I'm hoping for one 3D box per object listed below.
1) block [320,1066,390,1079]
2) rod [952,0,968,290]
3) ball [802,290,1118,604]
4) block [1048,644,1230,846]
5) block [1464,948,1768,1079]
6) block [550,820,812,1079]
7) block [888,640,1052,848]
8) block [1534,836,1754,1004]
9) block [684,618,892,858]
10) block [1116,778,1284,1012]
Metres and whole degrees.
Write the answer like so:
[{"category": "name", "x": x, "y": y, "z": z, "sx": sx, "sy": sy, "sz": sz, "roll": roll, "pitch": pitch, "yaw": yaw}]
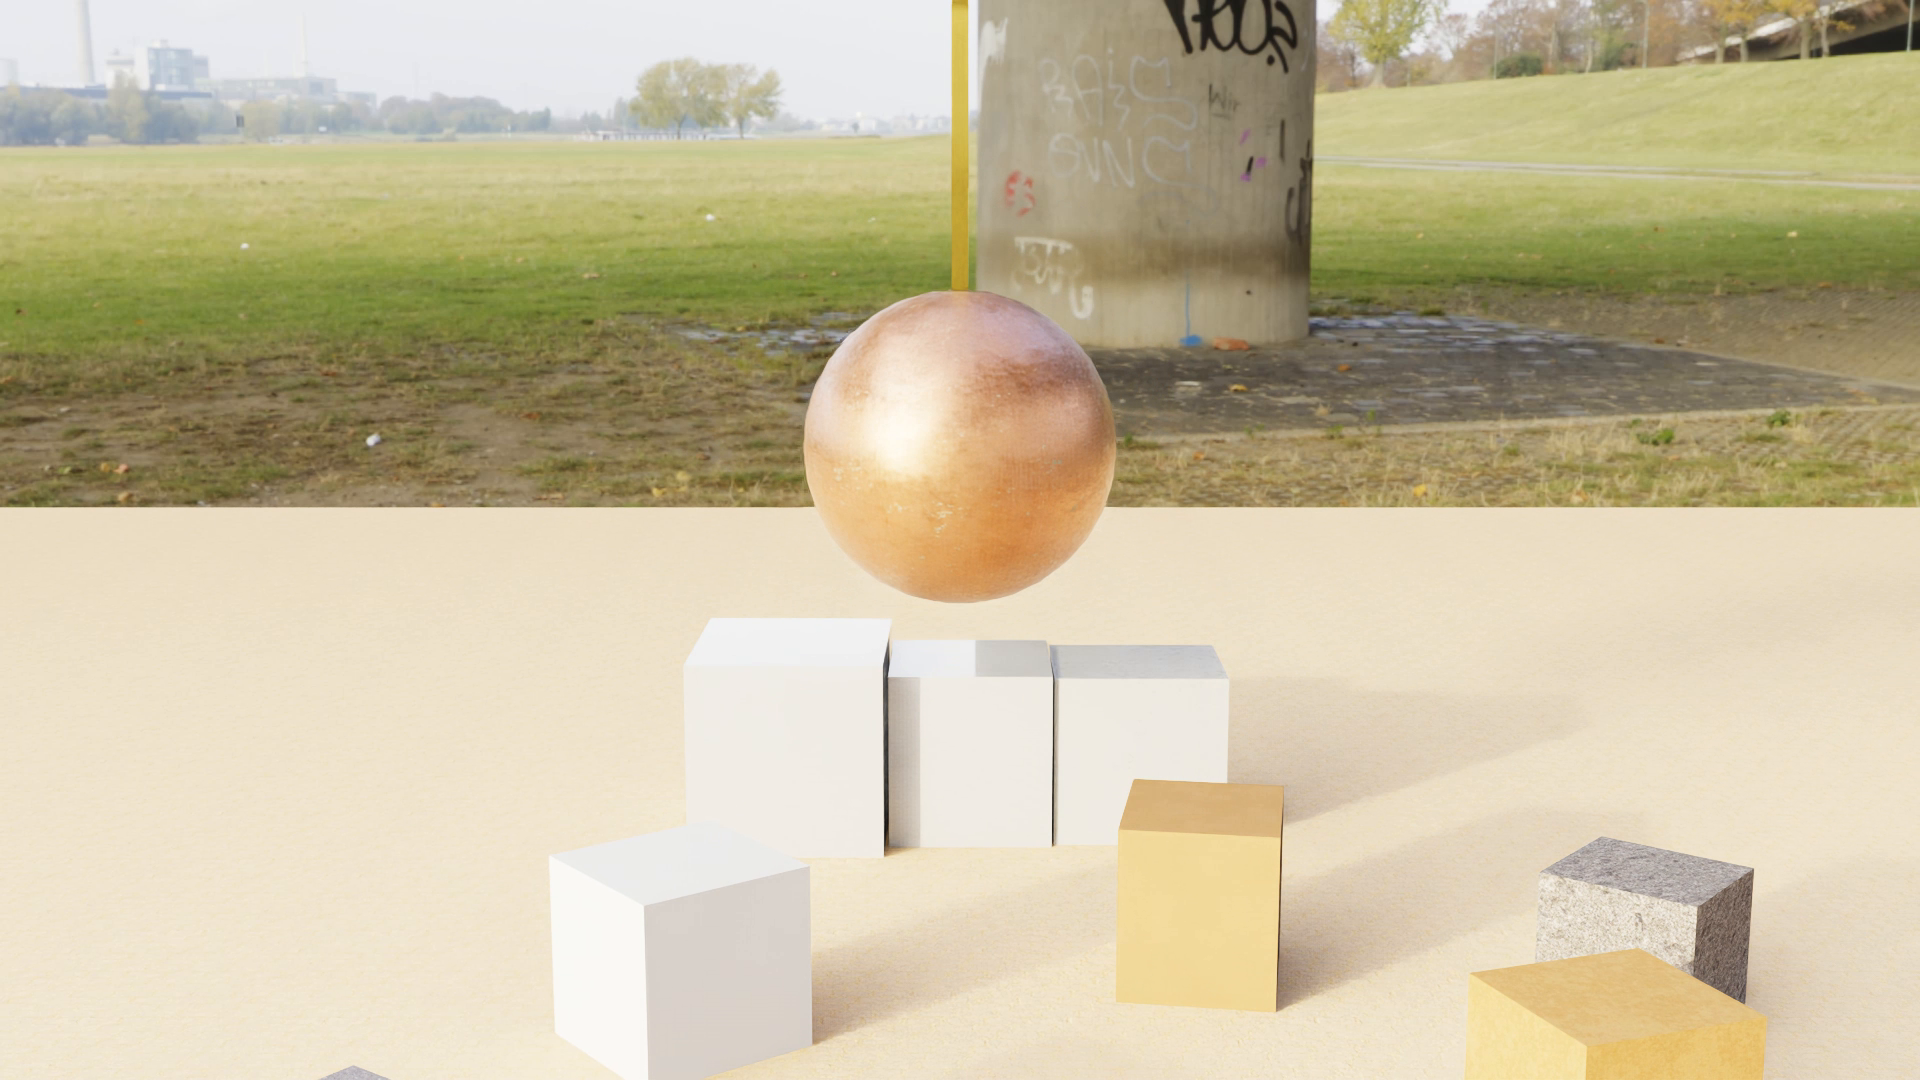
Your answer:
[{"category": "block", "x": -1.702, "y": 2.060, "z": 6.144, "sx": 0.909, "sy": 0.748, "sz": 0.777, "roll": 8, "pitch": 13, "yaw": 36}, {"category": "rod", "x": 0.000, "y": -3.808, "z": 10.541, "sx": 0.080, "sy": 5.200, "sz": 0.080, "roll": 0, "pitch": 11, "yaw": 0}, {"category": "ball", "x": 0.000, "y": -0.476, "z": 11.217, "sx": 1.600, "sy": 1.600, "sz": 1.600, "roll": 0, "pitch": 10, "yaw": 0}, {"category": "block", "x": 0.906, "y": 1.048, "z": 11.387, "sx": 0.869, "sy": 0.863, "sz": 0.746, "roll": 0, "pitch": 10, "yaw": 0}, {"category": "block", "x": 2.209, "y": 1.860, "z": 7.482, "sx": 0.704, "sy": 0.663, "sz": 0.671, "roll": -4, "pitch": 11, "yaw": -20}, {"category": "block", "x": -1.097, "y": 1.612, "z": 8.635, "sx": 0.736, "sy": 0.739, "sz": 0.736, "roll": -8, "pitch": 13, "yaw": -37}, {"category": "block", "x": 0.052, "y": 1.039, "z": 11.393, "sx": 0.817, "sy": 0.880, "sz": 0.824, "roll": 0, "pitch": 10, "yaw": 0}, {"category": "block", "x": 2.766, "y": 1.628, "z": 8.908, "sx": 0.647, "sy": 0.609, "sz": 0.600, "roll": 8, "pitch": 13, "yaw": 39}, {"category": "block", "x": -0.858, "y": 0.997, "z": 11.358, "sx": 0.974, "sy": 0.975, "sz": 1.087, "roll": 0, "pitch": 10, "yaw": 1}, {"category": "block", "x": 1.025, "y": 1.487, "z": 9.310, "sx": 0.654, "sy": 0.743, "sz": 0.734, "roll": 2, "pitch": 10, "yaw": 9}]
